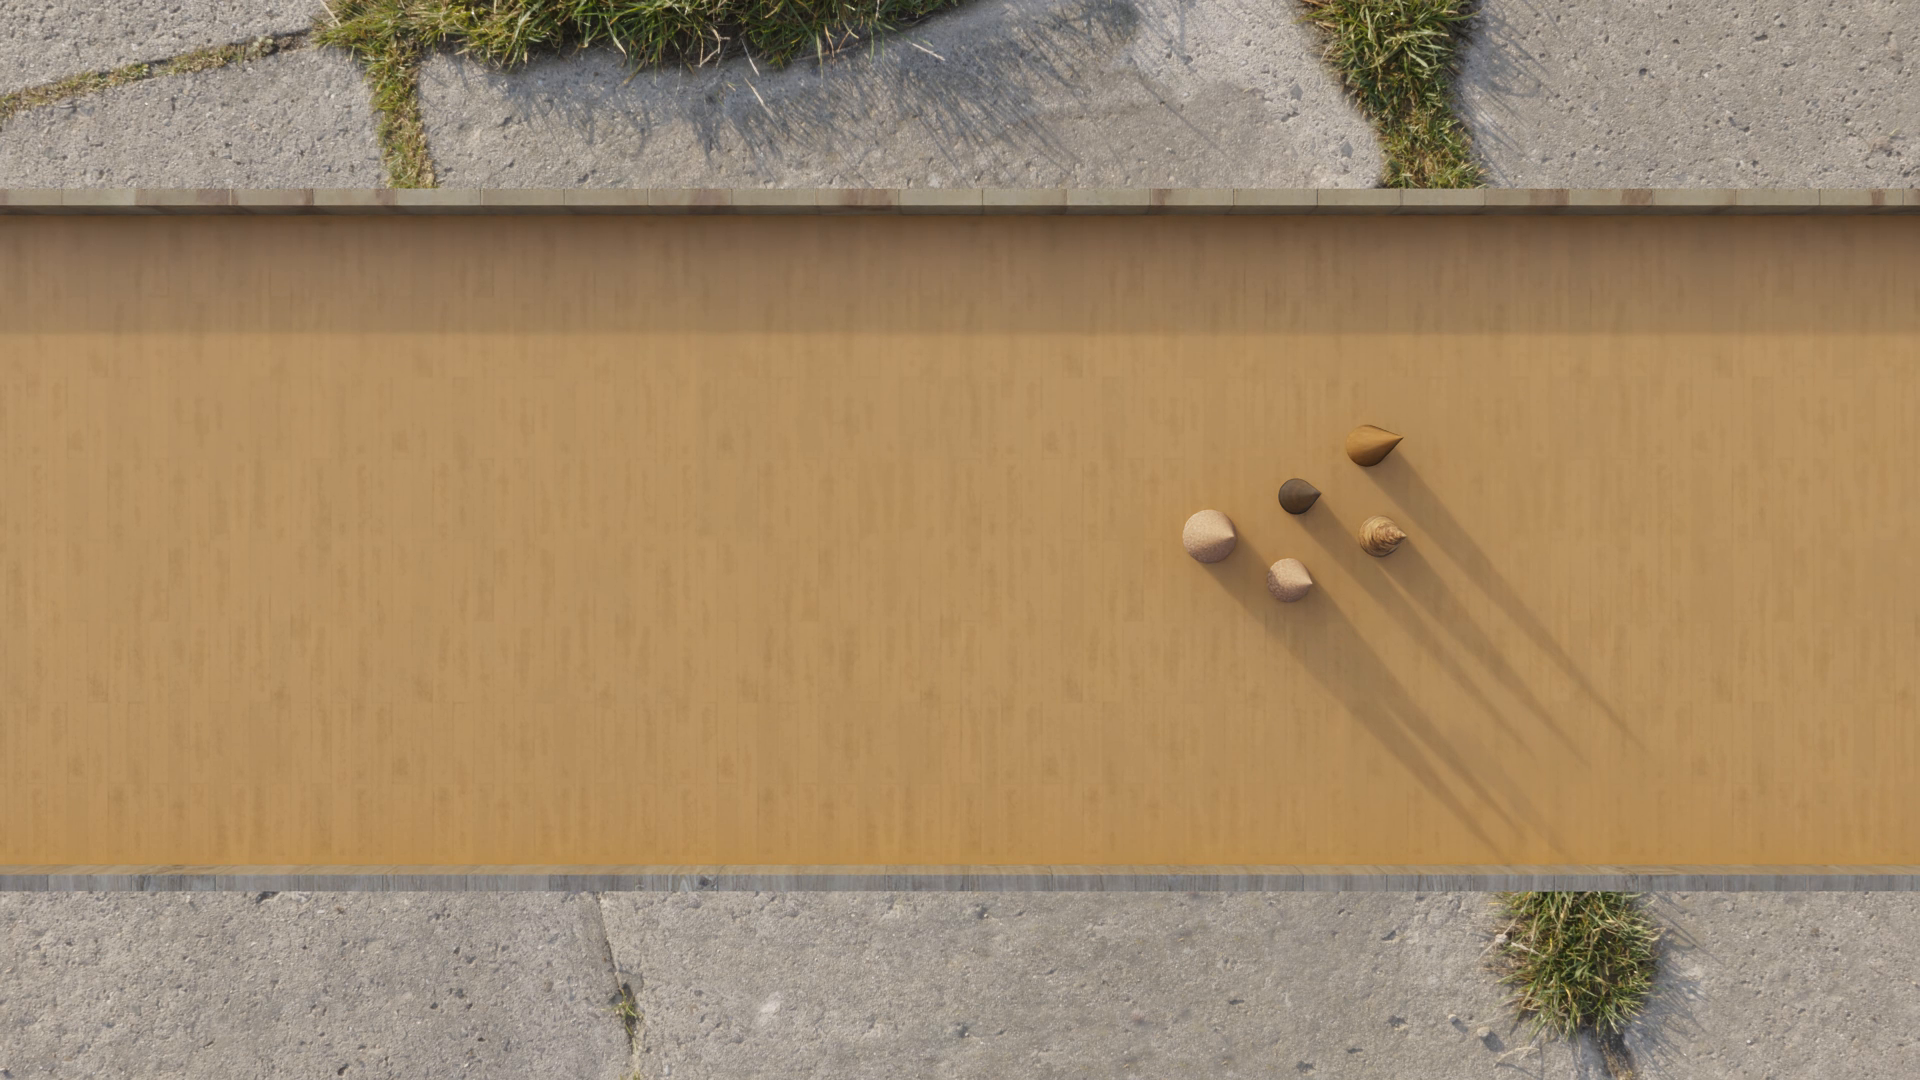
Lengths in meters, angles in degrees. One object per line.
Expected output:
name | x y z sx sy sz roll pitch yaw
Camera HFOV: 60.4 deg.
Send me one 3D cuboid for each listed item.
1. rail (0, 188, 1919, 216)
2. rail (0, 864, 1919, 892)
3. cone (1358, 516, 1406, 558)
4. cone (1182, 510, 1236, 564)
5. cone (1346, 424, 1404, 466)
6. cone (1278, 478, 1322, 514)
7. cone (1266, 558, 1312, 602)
rail | -2.247 -1.025 5.002 12.000 0.150 0.050 0 90 0
rail | -2.247 1.025 5.001 12.000 0.150 0.050 0 90 0
cone | 1.291 -0.012 4.920 0.130 0.313 0.130 0 90 0
cone | 0.769 -0.010 4.851 0.166 0.452 0.166 0 90 0
cone | 1.253 -0.290 4.865 0.129 0.422 0.129 0 90 0
cone | 1.035 -0.134 4.897 0.111 0.359 0.111 0 90 0
cone | 1.012 0.125 4.906 0.136 0.342 0.136 0 90 0
